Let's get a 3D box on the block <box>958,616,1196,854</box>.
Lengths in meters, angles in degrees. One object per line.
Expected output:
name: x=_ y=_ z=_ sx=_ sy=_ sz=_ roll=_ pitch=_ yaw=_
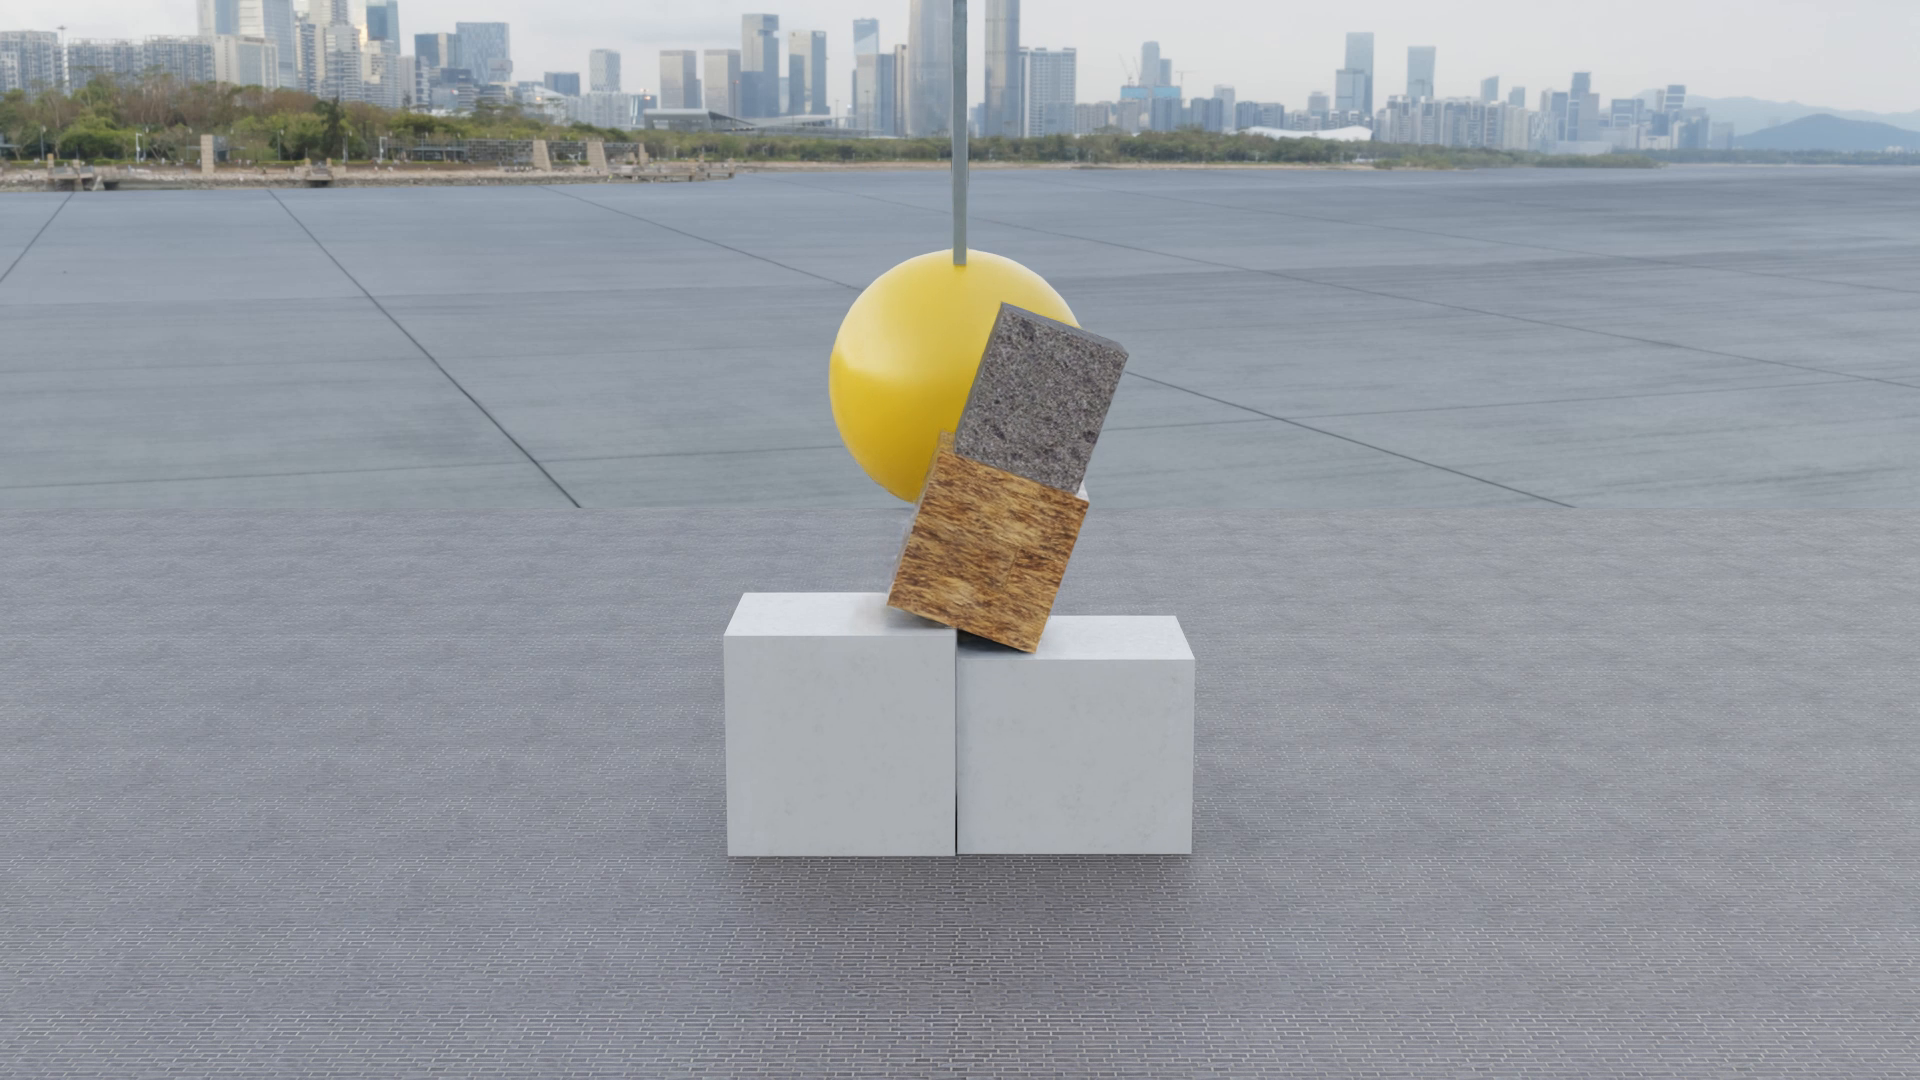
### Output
block: x=0.570 y=0.985 z=11.370 sx=1.168 sy=0.995 sz=1.010 roll=0 pitch=10 yaw=0

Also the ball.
ball: x=0.000 y=-0.958 z=13.339 sx=1.600 sy=1.600 sz=1.600 roll=0 pitch=10 yaw=0

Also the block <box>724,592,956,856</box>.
block: x=-0.589 y=0.926 z=11.337 sx=1.130 sy=1.122 sz=1.034 roll=0 pitch=10 yaw=0

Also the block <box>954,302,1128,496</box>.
block: x=0.395 y=-0.723 z=11.055 sx=0.643 sy=0.735 sz=0.625 roll=19 pitch=10 yaw=-4

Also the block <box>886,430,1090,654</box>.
block: x=0.135 y=-0.005 z=11.185 sx=0.775 sy=0.809 sz=0.790 roll=19 pitch=10 yaw=-3

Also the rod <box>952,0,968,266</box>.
rod: x=0.000 y=-3.816 z=11.497 sx=0.080 sy=5.200 sz=0.080 roll=0 pitch=33 yaw=0
